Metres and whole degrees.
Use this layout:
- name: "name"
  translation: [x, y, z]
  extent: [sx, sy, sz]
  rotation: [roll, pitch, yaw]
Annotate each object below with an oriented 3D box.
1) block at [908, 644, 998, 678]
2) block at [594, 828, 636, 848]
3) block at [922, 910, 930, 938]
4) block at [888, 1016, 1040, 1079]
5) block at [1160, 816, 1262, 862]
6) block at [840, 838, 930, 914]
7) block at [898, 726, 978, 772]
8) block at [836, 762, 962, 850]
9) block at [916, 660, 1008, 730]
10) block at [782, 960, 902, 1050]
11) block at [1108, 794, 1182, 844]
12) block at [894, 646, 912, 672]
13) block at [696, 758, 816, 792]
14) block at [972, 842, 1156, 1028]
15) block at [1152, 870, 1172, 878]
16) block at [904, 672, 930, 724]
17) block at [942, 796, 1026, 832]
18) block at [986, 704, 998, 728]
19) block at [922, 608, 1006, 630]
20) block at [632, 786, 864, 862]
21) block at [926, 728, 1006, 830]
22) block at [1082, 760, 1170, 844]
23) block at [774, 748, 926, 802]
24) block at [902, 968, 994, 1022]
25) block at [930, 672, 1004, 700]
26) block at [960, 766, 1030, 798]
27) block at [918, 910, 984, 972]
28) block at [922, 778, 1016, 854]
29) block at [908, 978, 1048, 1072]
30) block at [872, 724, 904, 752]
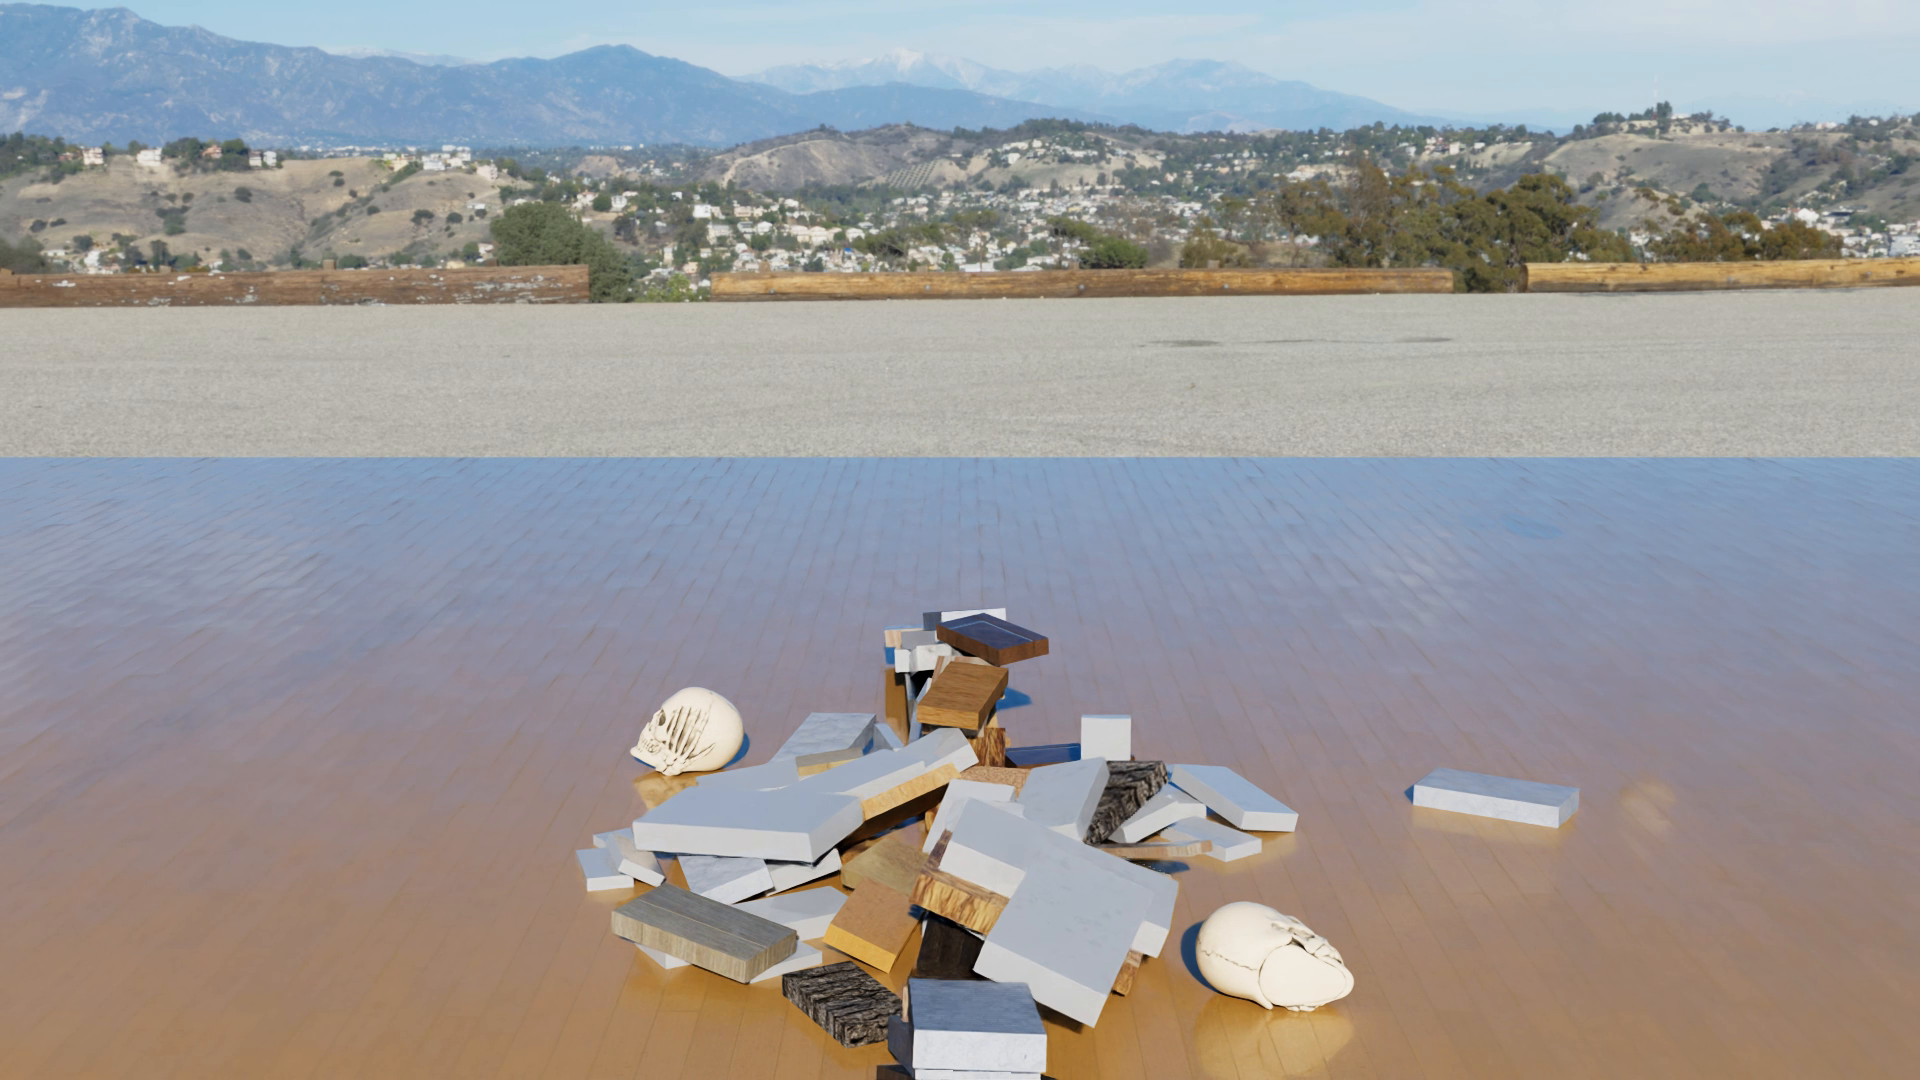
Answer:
- name: "block"
  translation: [-0.010, 0.252, 4.641]
  extent: [0.176, 0.050, 0.353]
  rotation: [-4, -6, -4]
- name: "block"
  translation: [-0.586, 0.532, 3.932]
  extent: [0.123, 0.017, 0.062]
  rotation: [-8, 13, -36]
- name: "block"
  translation: [0.035, 0.567, 3.510]
  extent: [0.118, 0.033, 0.236]
  rotation: [10, 27, 17]
- name: "block"
  translation: [0.001, 0.659, 2.861]
  extent: [0.156, 0.044, 0.311]
  rotation: [3, -6, -8]
- name: "block"
  translation: [0.446, 0.531, 3.918]
  extent: [0.086, 0.024, 0.172]
  rotation: [-9, 13, -36]
- name: "block"
  translation: [-0.071, 0.561, 3.618]
  extent: [0.231, 0.033, 0.116]
  rotation: [15, 29, 36]
- name: "block"
  translation: [-0.112, 0.436, 4.038]
  extent: [0.282, 0.040, 0.141]
  rotation: [-28, 17, -5]
- name: "block"
  translation: [-0.115, 0.468, 3.863]
  extent: [0.231, 0.033, 0.116]
  rotation: [-20, -21, -38]
- name: "block"
  translation: [0.007, 0.293, 4.177]
  extent: [0.117, 0.033, 0.235]
  rotation: [6, 19, 14]
- name: "block"
  translation: [-0.160, 0.667, 3.167]
  extent: [0.112, 0.032, 0.224]
  rotation: [-6, 12, -28]
- name: "block"
  translation: [0.273, 0.483, 3.948]
  extent: [0.122, 0.035, 0.244]
  rotation: [-23, 17, -28]
- name: "block"
  translation: [-0.058, 0.266, 5.074]
  extent: [0.176, 0.050, 0.353]
  rotation: [-3, 0, -1]
- name: "block"
  translation: [-0.341, 0.451, 4.043]
  extent: [0.272, 0.039, 0.136]
  rotation: [-9, 15, -12]
- name: "block"
  translation: [0.151, 0.542, 3.058]
  extent: [0.176, 0.050, 0.352]
  rotation: [24, 19, 9]
- name: "block"
  translation: [0.214, 0.576, 3.605]
  extent: [0.240, 0.034, 0.120]
  rotation: [-6, 4, -28]
- name: "block"
  translation: [-0.025, 0.328, 4.678]
  extent: [0.176, 0.050, 0.480]
  rotation: [-4, 3, -2]
- name: "block"
  translation: [0.028, 0.493, 3.506]
  extent: [0.118, 0.033, 0.236]
  rotation: [5, 27, 8]
- name: "block"
  translation: [0.015, 0.398, 4.321]
  extent: [0.124, 0.035, 0.248]
  rotation: [-4, 33, -2]
- name: "block"
  translation: [0.008, 0.175, 4.834]
  extent: [0.138, 0.039, 0.276]
  rotation: [-3, -2, -9]
- name: "block"
  translation: [-0.359, 0.478, 3.720]
  extent: [0.347, 0.049, 0.174]
  rotation: [0, 14, 27]
- name: "block"
  translation: [0.013, 0.442, 4.088]
  extent: [0.141, 0.040, 0.282]
  rotation: [0, 28, 2]
- name: "block"
  translation: [0.239, 0.468, 3.884]
  extent: [0.137, 0.039, 0.274]
  rotation: [-4, 19, 39]
- name: "block"
  translation: [-0.200, 0.438, 3.908]
  extent: [0.256, 0.036, 0.128]
  rotation: [-18, 16, -33]
- name: "block"
  translation: [0.004, 0.633, 3.042]
  extent: [0.156, 0.044, 0.311]
  rotation: [4, -7, 1]
- name: "block"
  translation: [0.013, 0.295, 4.468]
  extent: [0.124, 0.035, 0.248]
  rotation: [-4, 3, -6]
- name: "block"
  translation: [0.038, 0.492, 3.889]
  extent: [0.141, 0.040, 0.282]
  rotation: [2, 26, 12]
- name: "block"
  translation: [0.010, 0.595, 3.375]
  extent: [0.118, 0.033, 0.236]
  rotation: [4, 26, 6]
- name: "block"
  translation: [0.011, 0.504, 3.771]
  extent: [0.116, 0.033, 0.231]
  rotation: [5, 37, 16]
- name: "block"
  translation: [0.017, 0.599, 2.726]
  extent: [0.156, 0.044, 0.311]
  rotation: [3, 0, -2]
- name: "block"
  translation: [-0.140, 0.427, 4.296]
  extent: [0.026, 0.091, 0.182]
  rotation: [2, 10, -14]
